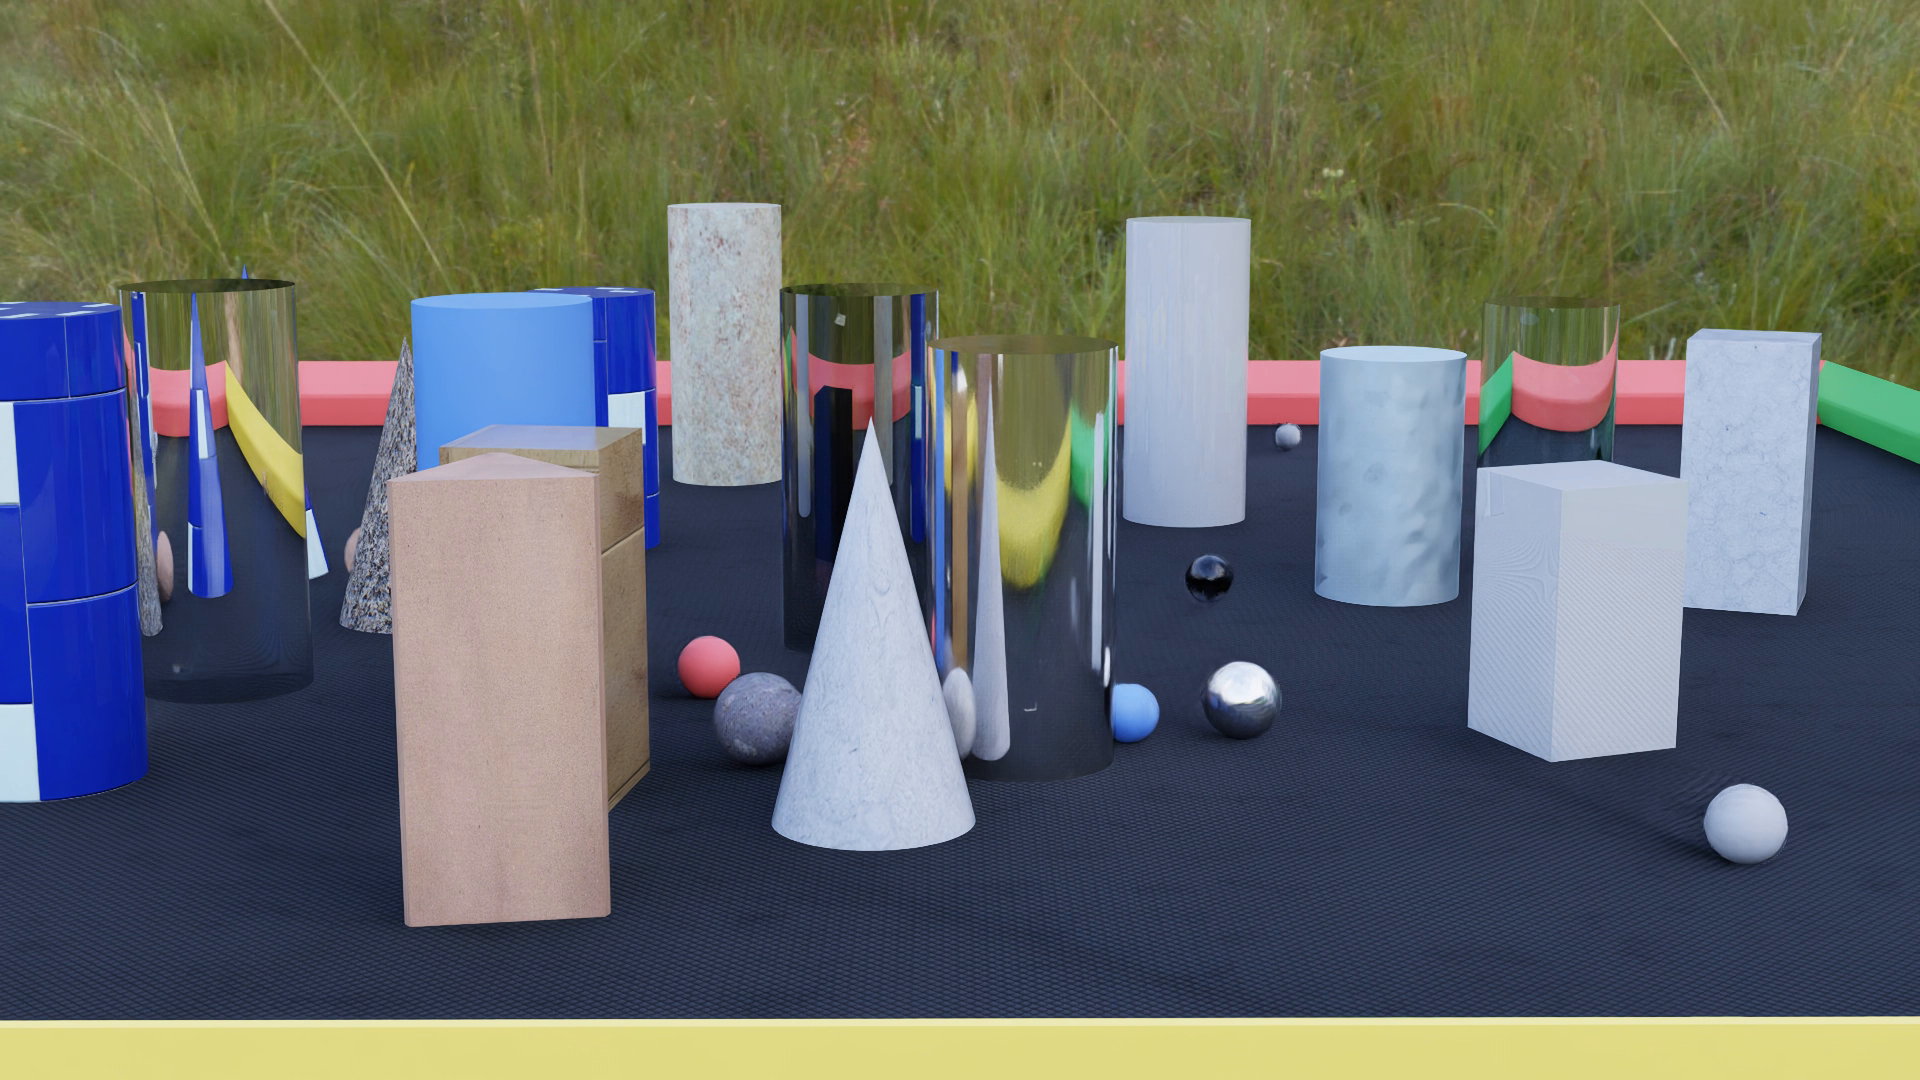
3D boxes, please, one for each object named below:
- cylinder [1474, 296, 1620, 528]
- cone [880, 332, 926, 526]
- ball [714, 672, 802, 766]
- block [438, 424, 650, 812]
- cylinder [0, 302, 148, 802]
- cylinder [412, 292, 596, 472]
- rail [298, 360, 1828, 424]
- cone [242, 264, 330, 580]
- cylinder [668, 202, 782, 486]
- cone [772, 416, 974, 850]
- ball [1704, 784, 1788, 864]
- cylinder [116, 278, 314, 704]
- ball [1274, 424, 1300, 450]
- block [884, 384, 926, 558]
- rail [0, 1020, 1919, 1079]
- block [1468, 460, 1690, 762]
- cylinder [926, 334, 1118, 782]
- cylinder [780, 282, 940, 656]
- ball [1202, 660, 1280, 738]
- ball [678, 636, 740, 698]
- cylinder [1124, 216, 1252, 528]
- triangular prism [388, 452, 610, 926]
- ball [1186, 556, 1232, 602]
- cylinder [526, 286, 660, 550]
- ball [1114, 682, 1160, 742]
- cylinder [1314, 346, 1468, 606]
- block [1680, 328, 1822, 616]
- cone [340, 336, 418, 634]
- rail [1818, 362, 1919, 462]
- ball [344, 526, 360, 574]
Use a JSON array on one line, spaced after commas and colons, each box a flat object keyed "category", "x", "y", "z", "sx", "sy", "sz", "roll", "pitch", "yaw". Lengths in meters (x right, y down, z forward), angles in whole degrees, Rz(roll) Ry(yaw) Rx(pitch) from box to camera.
[{"category": "cylinder", "x": 0.878, "y": -0.166, "z": 3.845, "sx": 0.200, "sy": 0.380, "sz": 0.200, "roll": 0, "pitch": 10, "yaw": 0}, {"category": "cone", "x": -0.066, "y": -0.189, "z": 4.176, "sx": 0.200, "sy": 0.305, "sz": 0.200, "roll": 0, "pitch": 10, "yaw": 0}, {"category": "ball", "x": -0.210, "y": 0.188, "z": 2.702, "sx": 0.098, "sy": 0.098, "sz": 0.098, "roll": 0, "pitch": 10, "yaw": 0}, {"category": "block", "x": -0.415, "y": 0.075, "z": 2.589, "sx": 0.160, "sy": 0.362, "sz": 0.160, "roll": 1, "pitch": 11, "yaw": 8}, {"category": "cylinder", "x": -0.947, "y": 0.007, "z": 2.622, "sx": 0.200, "sy": 0.484, "sz": 0.200, "roll": 0, "pitch": 10, "yaw": 0}, {"category": "cylinder", "x": -0.511, "y": -0.037, "z": 2.907, "sx": 0.200, "sy": 0.468, "sz": 0.200, "roll": 0, "pitch": 10, "yaw": 0}, {"category": "rail", "x": -0.010, "y": -0.298, "z": 5.239, "sx": 3.576, "sy": 0.130, "sz": 0.045, "roll": 0, "pitch": 10, "yaw": 0}, {"category": "cone", "x": -1.019, "y": -0.174, "z": 3.694, "sx": 0.200, "sy": 0.451, "sz": 0.200, "roll": 0, "pitch": 10, "yaw": 0}, {"category": "cylinder", "x": -0.415, "y": -0.351, "z": 4.560, "sx": 0.200, "sy": 0.483, "sz": 0.200, "roll": 0, "pitch": 10, "yaw": 0}, {"category": "cone", "x": -0.085, "y": 0.078, "z": 2.474, "sx": 0.200, "sy": 0.398, "sz": 0.200, "roll": 0, "pitch": 10, "yaw": 0}, {"category": "ball", "x": 0.726, "y": 0.262, "z": 2.369, "sx": 0.074, "sy": 0.074, "sz": 0.074, "roll": 0, "pitch": 10, "yaw": 0}, {"category": "cylinder", "x": -0.875, "y": -0.062, "z": 3.021, "sx": 0.200, "sy": 0.475, "sz": 0.200, "roll": 0, "pitch": 10, "yaw": 0}, {"category": "ball", "x": 0.628, "y": -0.197, "z": 4.920, "sx": 0.049, "sy": 0.049, "sz": 0.049, "roll": 0, "pitch": 10, "yaw": 0}, {"category": "block", "x": -0.027, "y": -0.110, "z": 3.918, "sx": 0.160, "sy": 0.242, "sz": 0.160, "roll": -1, "pitch": 11, "yaw": -8}, {"category": "rail", "x": 0.010, "y": 0.364, "z": 1.658, "sx": 3.576, "sy": 0.130, "sz": 0.045, "roll": 0, "pitch": 10, "yaw": 0}, {"category": "block", "x": 0.671, "y": 0.073, "z": 2.794, "sx": 0.160, "sy": 0.292, "sz": 0.160, "roll": -4, "pitch": 11, "yaw": -21}, {"category": "cylinder", "x": 0.065, "y": 0.014, "z": 2.699, "sx": 0.200, "sy": 0.442, "sz": 0.200, "roll": 0, "pitch": 10, "yaw": 0}, {"category": "cylinder", "x": -0.125, "y": -0.091, "z": 3.240, "sx": 0.200, "sy": 0.451, "sz": 0.200, "roll": 0, "pitch": 10, "yaw": 0}, {"category": "ball", "x": 0.308, "y": 0.175, "z": 2.814, "sx": 0.085, "sy": 0.085, "sz": 0.085, "roll": 0, "pitch": 10, "yaw": 0}, {"category": "ball", "x": -0.293, "y": 0.148, "z": 2.992, "sx": 0.073, "sy": 0.073, "sz": 0.073, "roll": 0, "pitch": 10, "yaw": 0}, {"category": "cylinder", "x": 0.366, "y": -0.276, "z": 4.156, "sx": 0.200, "sy": 0.483, "sz": 0.200, "roll": 0, "pitch": 10, "yaw": 0}, {"category": "triangular prism", "x": -0.402, "y": 0.125, "z": 2.253, "sx": 0.173, "sy": 0.386, "sz": 0.150, "roll": -2, "pitch": 11, "yaw": -9}, {"category": "ball", "x": 0.342, "y": 0.053, "z": 3.526, "sx": 0.065, "sy": 0.065, "sz": 0.065, "roll": 0, "pitch": 10, "yaw": 0}, {"category": "cylinder", "x": -0.563, "y": -0.185, "z": 3.928, "sx": 0.200, "sy": 0.388, "sz": 0.200, "roll": 0, "pitch": 10, "yaw": 0}, {"category": "ball", "x": 0.185, "y": 0.188, "z": 2.796, "sx": 0.065, "sy": 0.065, "sz": 0.065, "roll": 0, "pitch": 10, "yaw": 0}, {"category": "cylinder", "x": 0.598, "y": -0.092, "z": 3.569, "sx": 0.200, "sy": 0.335, "sz": 0.200, "roll": 0, "pitch": 10, "yaw": 0}, {"category": "block", "x": 1.079, "y": -0.097, "z": 3.513, "sx": 0.160, "sy": 0.365, "sz": 0.160, "roll": 4, "pitch": 11, "yaw": 22}, {"category": "cone", "x": -0.728, "y": -0.083, "z": 3.397, "sx": 0.200, "sy": 0.380, "sz": 0.200, "roll": 0, "pitch": 10, "yaw": 0}, {"category": "rail", "x": 1.764, "y": 0.032, "z": 3.459, "sx": 0.045, "sy": 0.130, "sz": 3.689, "roll": 0, "pitch": 10, "yaw": 0}, {"category": "ball", "x": -0.815, "y": 0.022, "z": 3.602, "sx": 0.098, "sy": 0.098, "sz": 0.098, "roll": 0, "pitch": 10, "yaw": 0}]
